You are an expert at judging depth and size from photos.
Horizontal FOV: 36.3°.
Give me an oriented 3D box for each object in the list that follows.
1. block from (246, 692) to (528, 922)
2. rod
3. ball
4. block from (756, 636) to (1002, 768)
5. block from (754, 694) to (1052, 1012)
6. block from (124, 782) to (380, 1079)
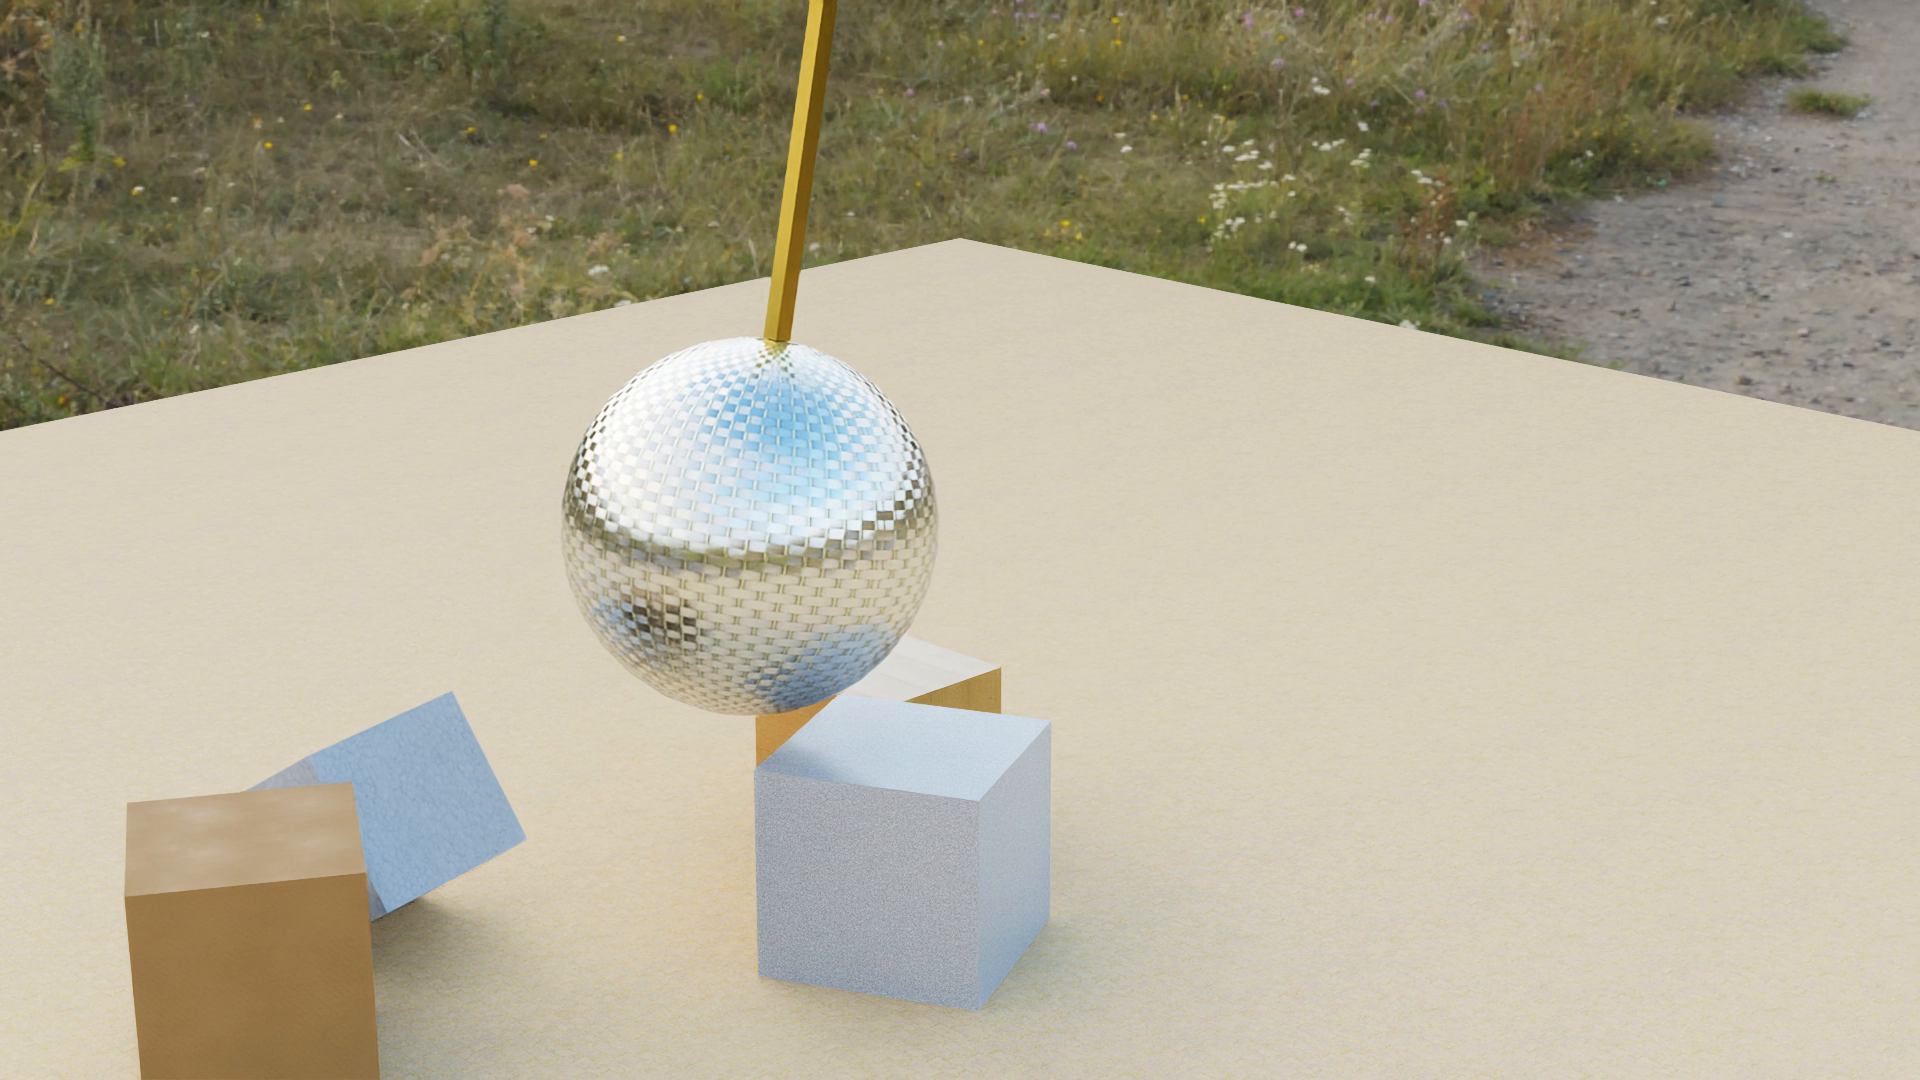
[{"bbox_3d":[-2.569,1.244,12.666,0.779,0.728,0.902,-28,-1,35],"label":"block"},{"bbox_3d":[-0.384,-3.380,11.877,0.080,5.200,0.080,17,12,42],"label":"rod"},{"bbox_3d":[-0.886,-0.057,12.395,1.600,1.600,1.600,0,17,0],"label":"ball"},{"bbox_3d":[-0.391,0.959,14.038,0.854,0.753,0.808,17,24,42],"label":"block"},{"bbox_3d":[-0.230,1.318,12.583,0.989,0.941,0.962,6,18,19],"label":"block"},{"bbox_3d":[-2.774,1.626,11.500,0.879,1.001,0.931,-4,18,-14],"label":"block"}]
